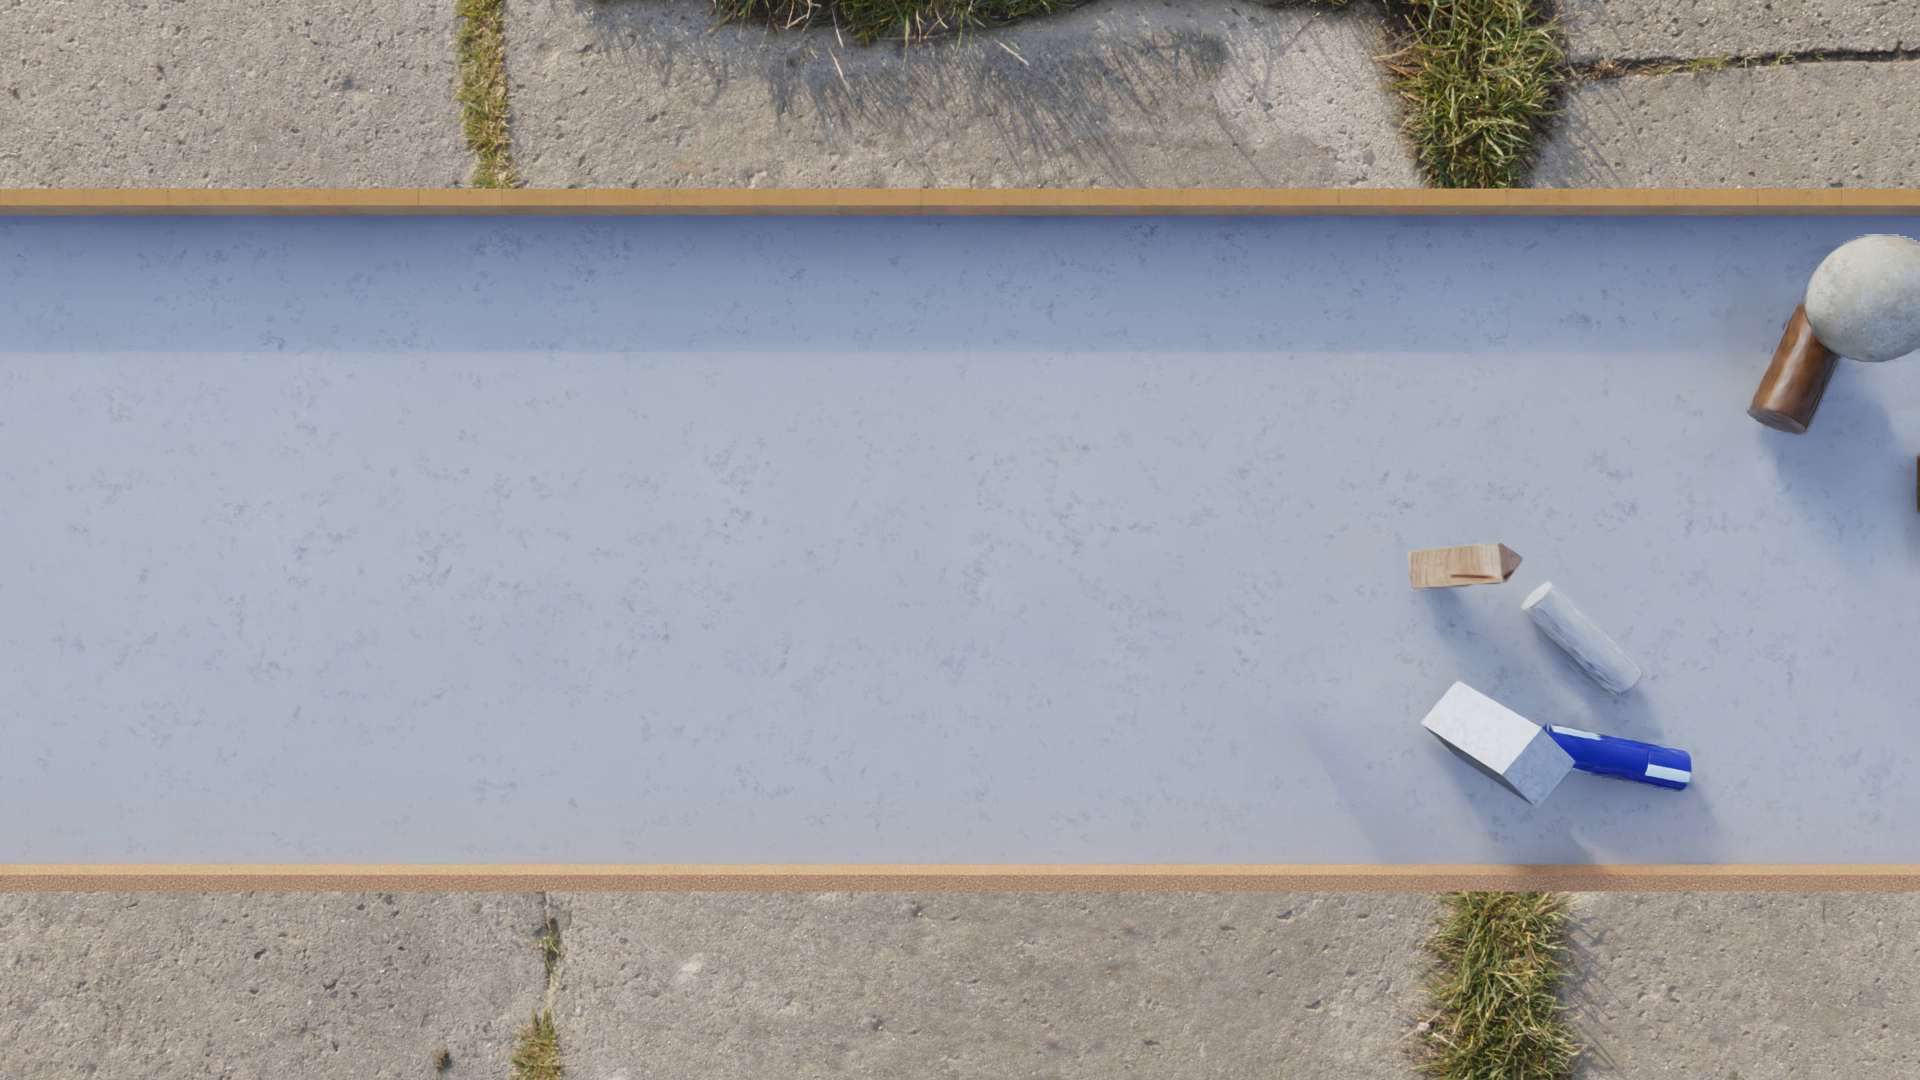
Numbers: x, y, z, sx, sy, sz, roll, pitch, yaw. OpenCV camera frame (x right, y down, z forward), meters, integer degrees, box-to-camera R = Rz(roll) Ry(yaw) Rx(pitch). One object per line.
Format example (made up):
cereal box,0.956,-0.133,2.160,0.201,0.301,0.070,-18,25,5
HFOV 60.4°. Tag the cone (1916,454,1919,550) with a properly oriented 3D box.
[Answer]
cone,2.969,-0.060,5.041,0.142,0.142,0.384,5,101,0

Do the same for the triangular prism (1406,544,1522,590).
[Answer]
triangular prism,1.505,0.073,4.916,0.100,0.329,0.115,-8,90,-37

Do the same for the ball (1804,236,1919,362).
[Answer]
ball,2.621,-0.689,4.723,0.360,0.360,0.360,0,90,0

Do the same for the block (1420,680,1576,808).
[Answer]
block,1.576,0.594,4.850,0.173,0.418,0.173,41,90,-22

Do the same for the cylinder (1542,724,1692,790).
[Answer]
cylinder,1.988,0.659,5.016,0.425,0.121,0.121,11,90,0

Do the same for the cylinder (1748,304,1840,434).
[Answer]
cylinder,2.542,-0.516,4.986,0.171,0.171,0.349,26,88,0

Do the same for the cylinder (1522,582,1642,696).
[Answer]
cylinder,1.891,0.300,5.018,0.380,0.116,0.116,44,90,0

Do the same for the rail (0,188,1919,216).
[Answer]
rail,-2.247,-1.025,5.002,12.000,0.150,0.050,0,90,0

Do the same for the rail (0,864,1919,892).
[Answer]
rail,-2.247,1.025,5.001,12.000,0.150,0.050,0,90,0
